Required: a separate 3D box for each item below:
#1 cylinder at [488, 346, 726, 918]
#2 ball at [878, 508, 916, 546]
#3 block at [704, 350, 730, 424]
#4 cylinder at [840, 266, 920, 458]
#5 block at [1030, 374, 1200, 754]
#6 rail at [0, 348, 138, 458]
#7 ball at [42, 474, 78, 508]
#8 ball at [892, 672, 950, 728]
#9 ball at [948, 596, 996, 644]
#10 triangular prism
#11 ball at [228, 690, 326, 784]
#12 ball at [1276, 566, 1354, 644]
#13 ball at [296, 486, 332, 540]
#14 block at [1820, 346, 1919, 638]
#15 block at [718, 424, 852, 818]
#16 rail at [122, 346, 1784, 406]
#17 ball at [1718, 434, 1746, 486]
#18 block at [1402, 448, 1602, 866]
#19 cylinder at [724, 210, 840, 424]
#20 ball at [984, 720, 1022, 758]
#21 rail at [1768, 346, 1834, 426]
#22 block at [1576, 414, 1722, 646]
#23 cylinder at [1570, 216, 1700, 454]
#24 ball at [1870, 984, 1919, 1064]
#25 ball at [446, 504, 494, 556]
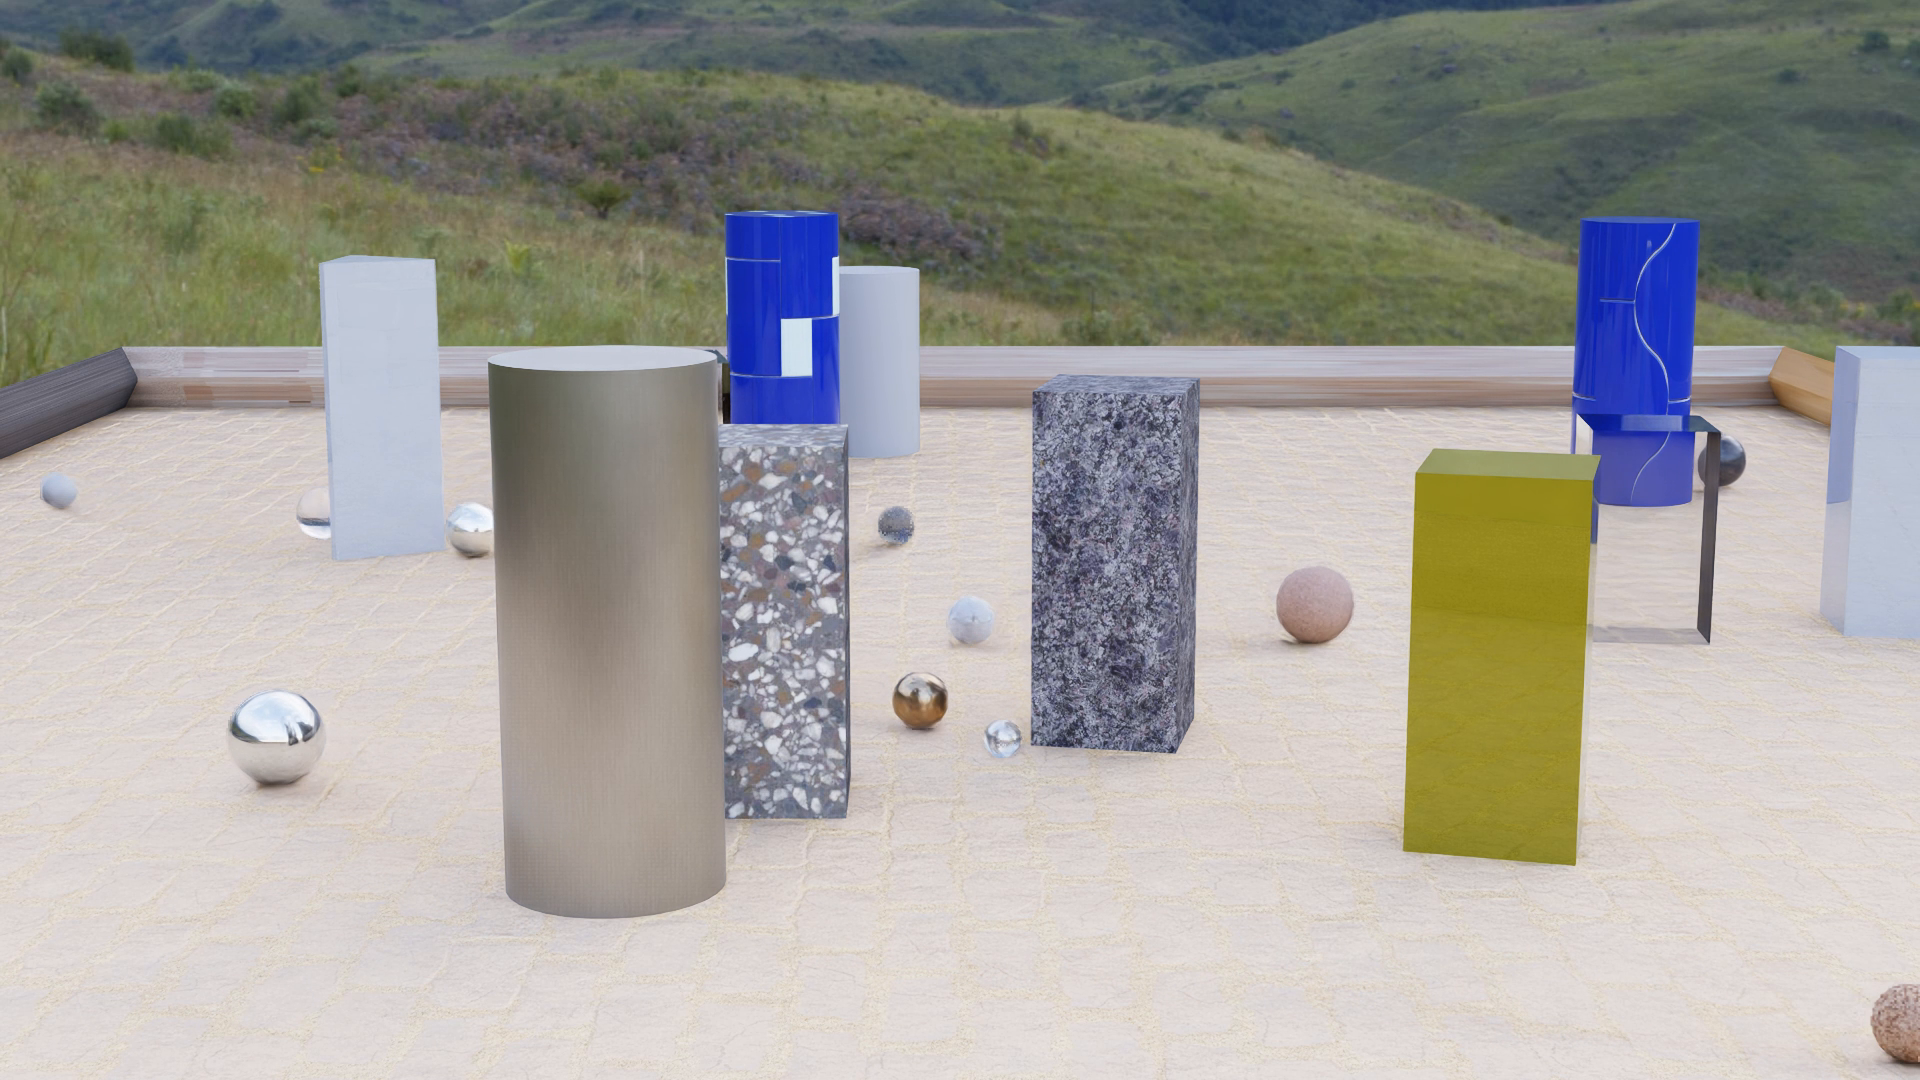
[{"bbox_3d":[-0.310,0.076,2.271,0.198,0.476,0.198,0,10,0],"label":"cylinder"},{"bbox_3d":[-0.097,-0.020,3.938,0.058,0.058,0.058,0,10,0],"label":"ball"},{"bbox_3d":[-0.387,-0.065,3.372,0.158,0.351,0.158,-2,11,-11],"label":"block"},{"bbox_3d":[-0.176,-0.342,4.884,0.198,0.344,0.198,0,10,0],"label":"cylinder"},{"bbox_3d":[0.171,0.022,2.806,0.158,0.386,0.158,2,11,12],"label":"block"},{"bbox_3d":[-1.767,0.035,3.439,0.045,0.128,4.242,0,10,0],"label":"rail"},{"bbox_3d":[-1.499,-0.081,4.270,0.056,0.056,0.056,0,10,0],"label":"ball"},{"bbox_3d":[-0.044,0.178,2.852,0.064,0.064,0.064,0,10,0],"label":"ball"},{"bbox_3d":[0.014,0.103,3.263,0.061,0.061,0.061,0,10,0],"label":"ball"},{"bbox_3d":[-0.892,-0.206,3.890,0.171,0.440,0.148,-5,12,-27],"label":"triangular prism"},{"bbox_3d":[-0.699,0.202,2.627,0.097,0.097,0.097,0,10,0],"label":"ball"},{"bbox_3d":[0.452,0.082,3.270,0.099,0.099,0.099,0,10,0],"label":"ball"},{"bbox_3d":[-0.988,-0.042,3.984,0.083,0.083,0.083,0,10,0],"label":"ball"},{"bbox_3d":[1.230,-0.065,3.349,0.158,0.359,0.158,1,11,7],"label":"block"},{"bbox_3d":[-0.191,0.078,2.556,0.158,0.368,0.158,0,10,-1],"label":"block"},{"bbox_3d":[-0.012,-0.349,5.511,3.581,0.128,0.045,0,10,0],"label":"rail"},{"bbox_3d":[1.326,-0.139,4.481,0.093,0.093,0.093,0,10,0],"label":"ball"},{"bbox_3d":[0.514,0.106,2.427,0.158,0.360,0.158,3,11,16],"label":"block"},{"bbox_3d":[-0.309,-0.334,4.491,0.198,0.472,0.198,0,10,0],"label":"cylinder"},{"bbox_3d":[0.045,0.211,2.731,0.041,0.041,0.041,0,10,0],"label":"ball"},{"bbox_3d":[1.767,0.031,3.459,0.045,0.128,4.242,0,10,0],"label":"rail"},{"bbox_3d":[0.884,-0.017,3.324,0.158,0.273,0.158,1,11,6],"label":"block"},{"bbox_3d":[1.154,-0.314,4.396,0.198,0.467,0.198,0,10,0],"label":"cylinder"},{"bbox_3d":[0.704,0.357,1.897,0.058,0.058,0.058,0,10,0],"label":"ball"},{"bbox_3d":[-0.730,-0.015,3.849,0.079,0.079,0.079,0,10,0],"label":"ball"}]
